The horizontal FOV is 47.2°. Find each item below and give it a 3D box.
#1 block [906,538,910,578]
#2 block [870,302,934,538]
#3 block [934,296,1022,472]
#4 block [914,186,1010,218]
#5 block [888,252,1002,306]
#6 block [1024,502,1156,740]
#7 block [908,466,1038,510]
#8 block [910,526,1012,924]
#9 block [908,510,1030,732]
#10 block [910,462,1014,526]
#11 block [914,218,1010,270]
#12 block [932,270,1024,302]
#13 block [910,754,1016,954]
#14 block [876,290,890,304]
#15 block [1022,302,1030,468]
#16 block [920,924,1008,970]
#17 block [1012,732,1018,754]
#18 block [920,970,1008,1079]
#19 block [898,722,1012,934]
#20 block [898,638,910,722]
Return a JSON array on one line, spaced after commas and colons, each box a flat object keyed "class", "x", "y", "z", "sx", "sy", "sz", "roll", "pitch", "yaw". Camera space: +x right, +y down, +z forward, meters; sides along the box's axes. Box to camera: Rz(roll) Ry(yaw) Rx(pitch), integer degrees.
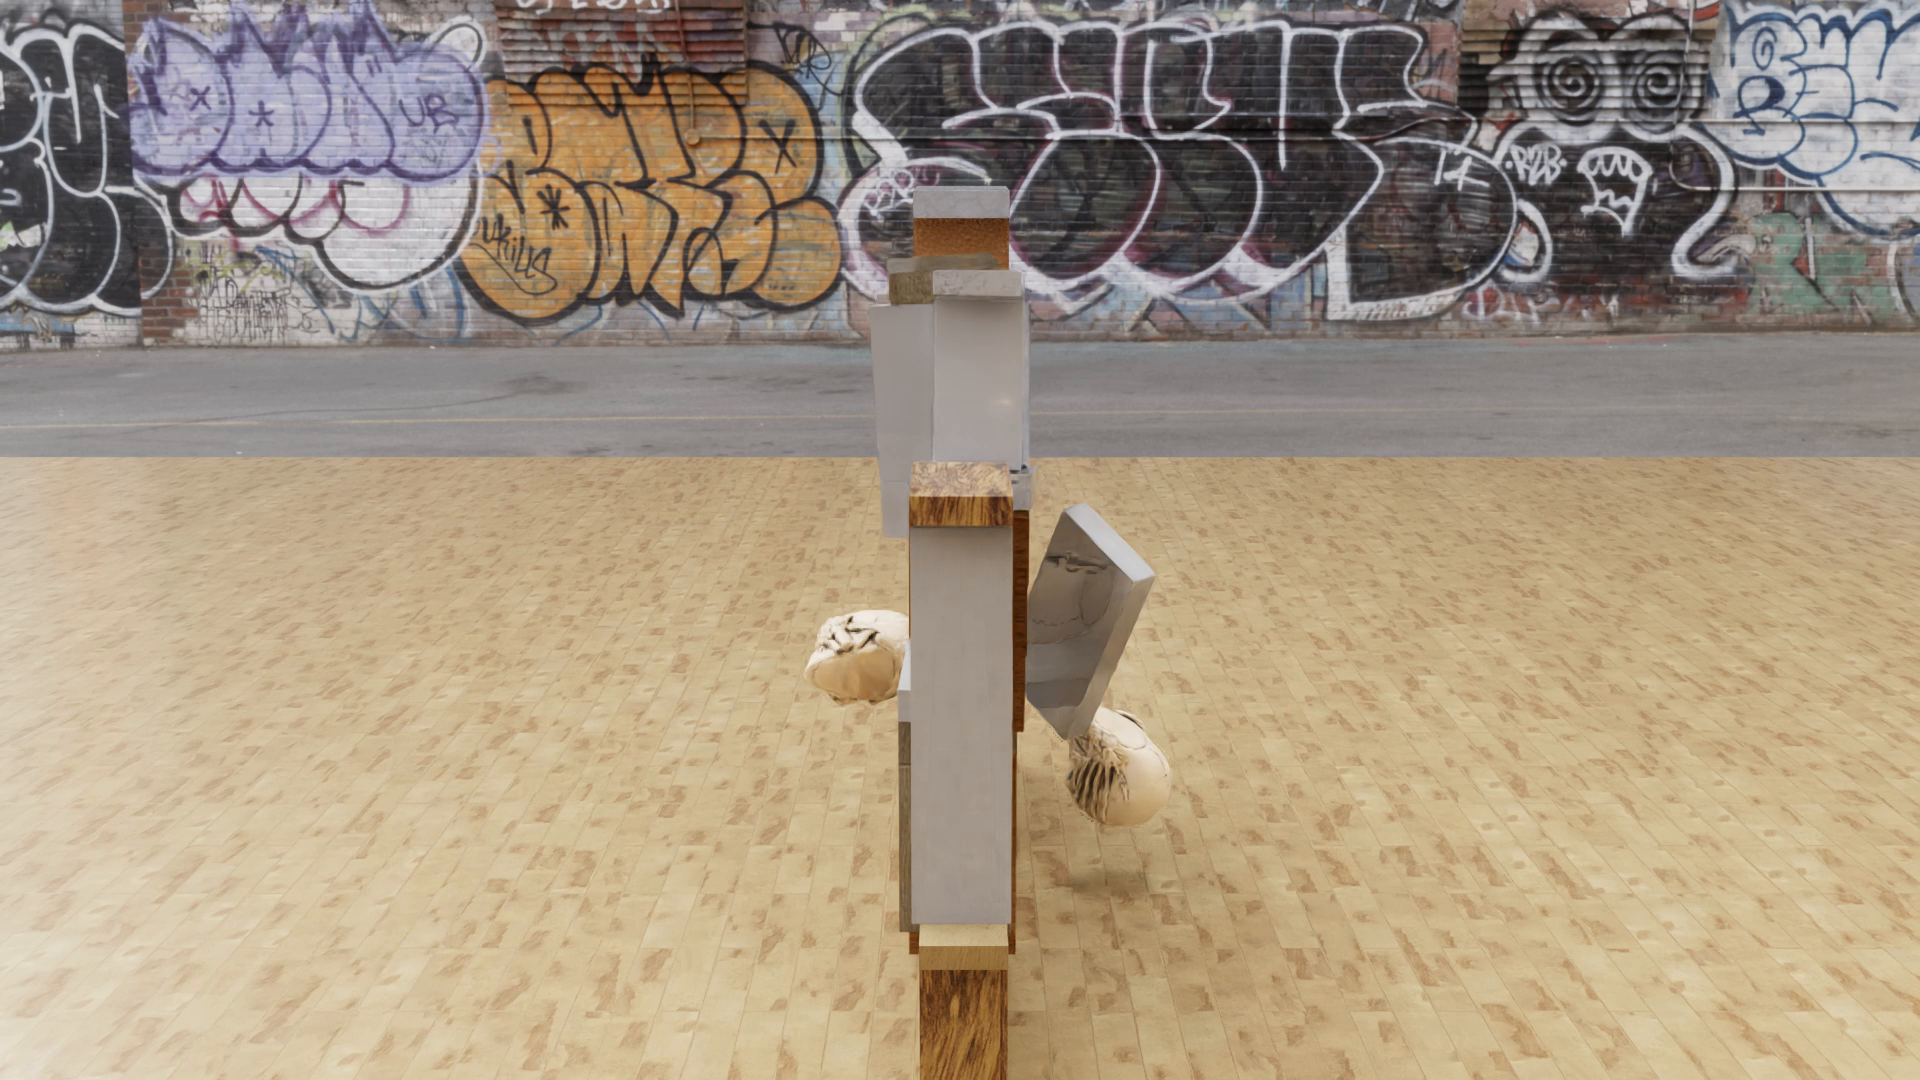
[{"class": "block", "x": -0.023, "y": 0.123, "z": 3.828, "sx": 0.121, "sy": 0.343, "sz": 0.034, "roll": -3, "pitch": 10, "yaw": 3}, {"class": "block", "x": -0.041, "y": -0.190, "z": 3.475, "sx": 0.176, "sy": 0.367, "sz": 0.050, "roll": -1, "pitch": 9, "yaw": 16}, {"class": "block", "x": 0.026, "y": -0.223, "z": 3.146, "sx": 0.124, "sy": 0.248, "sz": 0.035, "roll": 1, "pitch": -3, "yaw": -3}, {"class": "block", "x": 0.003, "y": -0.636, "z": 4.128, "sx": 0.174, "sy": 0.049, "sz": 0.347, "roll": 0, "pitch": 11, "yaw": 0}, {"class": "block", "x": -0.029, "y": -0.430, "z": 3.605, "sx": 0.176, "sy": 0.050, "sz": 0.352, "roll": -4, "pitch": 11, "yaw": -1}, {"class": "block", "x": 0.180, "y": 0.130, "z": 3.422, "sx": 0.049, "sy": 0.345, "sz": 0.172, "roll": -16, "pitch": 51, "yaw": -37}, {"class": "block", "x": 0.025, "y": -0.080, "z": 3.258, "sx": 0.172, "sy": 0.049, "sz": 0.345, "roll": 1, "pitch": 4, "yaw": 4}, {"class": "block", "x": 0.002, "y": 0.231, "z": 2.781, "sx": 0.127, "sy": 0.523, "sz": 0.036, "roll": 0, "pitch": 11, "yaw": 0}, {"class": "block", "x": 0.012, "y": 0.117, "z": 3.234, "sx": 0.172, "sy": 0.345, "sz": 0.049, "roll": 1, "pitch": 24, "yaw": 0}, {"class": "block", "x": 0.001, "y": -0.061, "z": 2.810, "sx": 0.127, "sy": 0.036, "sz": 0.254, "roll": 0, "pitch": 12, "yaw": 0}, {"class": "block", "x": 0.002, "y": -0.419, "z": 4.050, "sx": 0.174, "sy": 0.347, "sz": 0.049, "roll": 0, "pitch": 11, "yaw": 0}, {"class": "block", "x": 0.030, "y": -0.372, "z": 3.235, "sx": 0.124, "sy": 0.035, "sz": 0.248, "roll": 1, "pitch": 4, "yaw": 3}, {"class": "block", "x": 0.004, "y": 0.474, "z": 3.392, "sx": 0.164, "sy": 0.328, "sz": 0.047, "roll": 0, "pitch": 10, "yaw": 0}, {"class": "block", "x": -0.040, "y": -0.254, "z": 3.764, "sx": 0.176, "sy": 0.352, "sz": 0.050, "roll": -3, "pitch": 15, "yaw": 3}, {"class": "block", "x": 0.040, "y": -0.234, "z": 3.309, "sx": 0.124, "sy": 0.248, "sz": 0.035, "roll": 0, "pitch": -6, "yaw": -5}, {"class": "block", "x": 0.005, "y": 0.500, "z": 2.848, "sx": 0.111, "sy": 0.031, "sz": 0.222, "roll": 0, "pitch": 11, "yaw": 0}, {"class": "block", "x": 0.004, "y": 0.270, "z": 3.466, "sx": 0.164, "sy": 0.047, "sz": 0.329, "roll": 0, "pitch": 11, "yaw": 0}, {"class": "block", "x": 0.005, "y": 0.639, "z": 2.798, "sx": 0.111, "sy": 0.222, "sz": 0.031, "roll": 0, "pitch": 11, "yaw": 0}, {"class": "block", "x": -0.006, "y": 0.382, "z": 2.993, "sx": 0.153, "sy": 0.305, "sz": 0.043, "roll": 1, "pitch": 11, "yaw": 3}, {"class": "block", "x": -0.003, "y": 0.192, "z": 3.062, "sx": 0.153, "sy": 0.043, "sz": 0.305, "roll": 0, "pitch": 10, "yaw": 1}]
